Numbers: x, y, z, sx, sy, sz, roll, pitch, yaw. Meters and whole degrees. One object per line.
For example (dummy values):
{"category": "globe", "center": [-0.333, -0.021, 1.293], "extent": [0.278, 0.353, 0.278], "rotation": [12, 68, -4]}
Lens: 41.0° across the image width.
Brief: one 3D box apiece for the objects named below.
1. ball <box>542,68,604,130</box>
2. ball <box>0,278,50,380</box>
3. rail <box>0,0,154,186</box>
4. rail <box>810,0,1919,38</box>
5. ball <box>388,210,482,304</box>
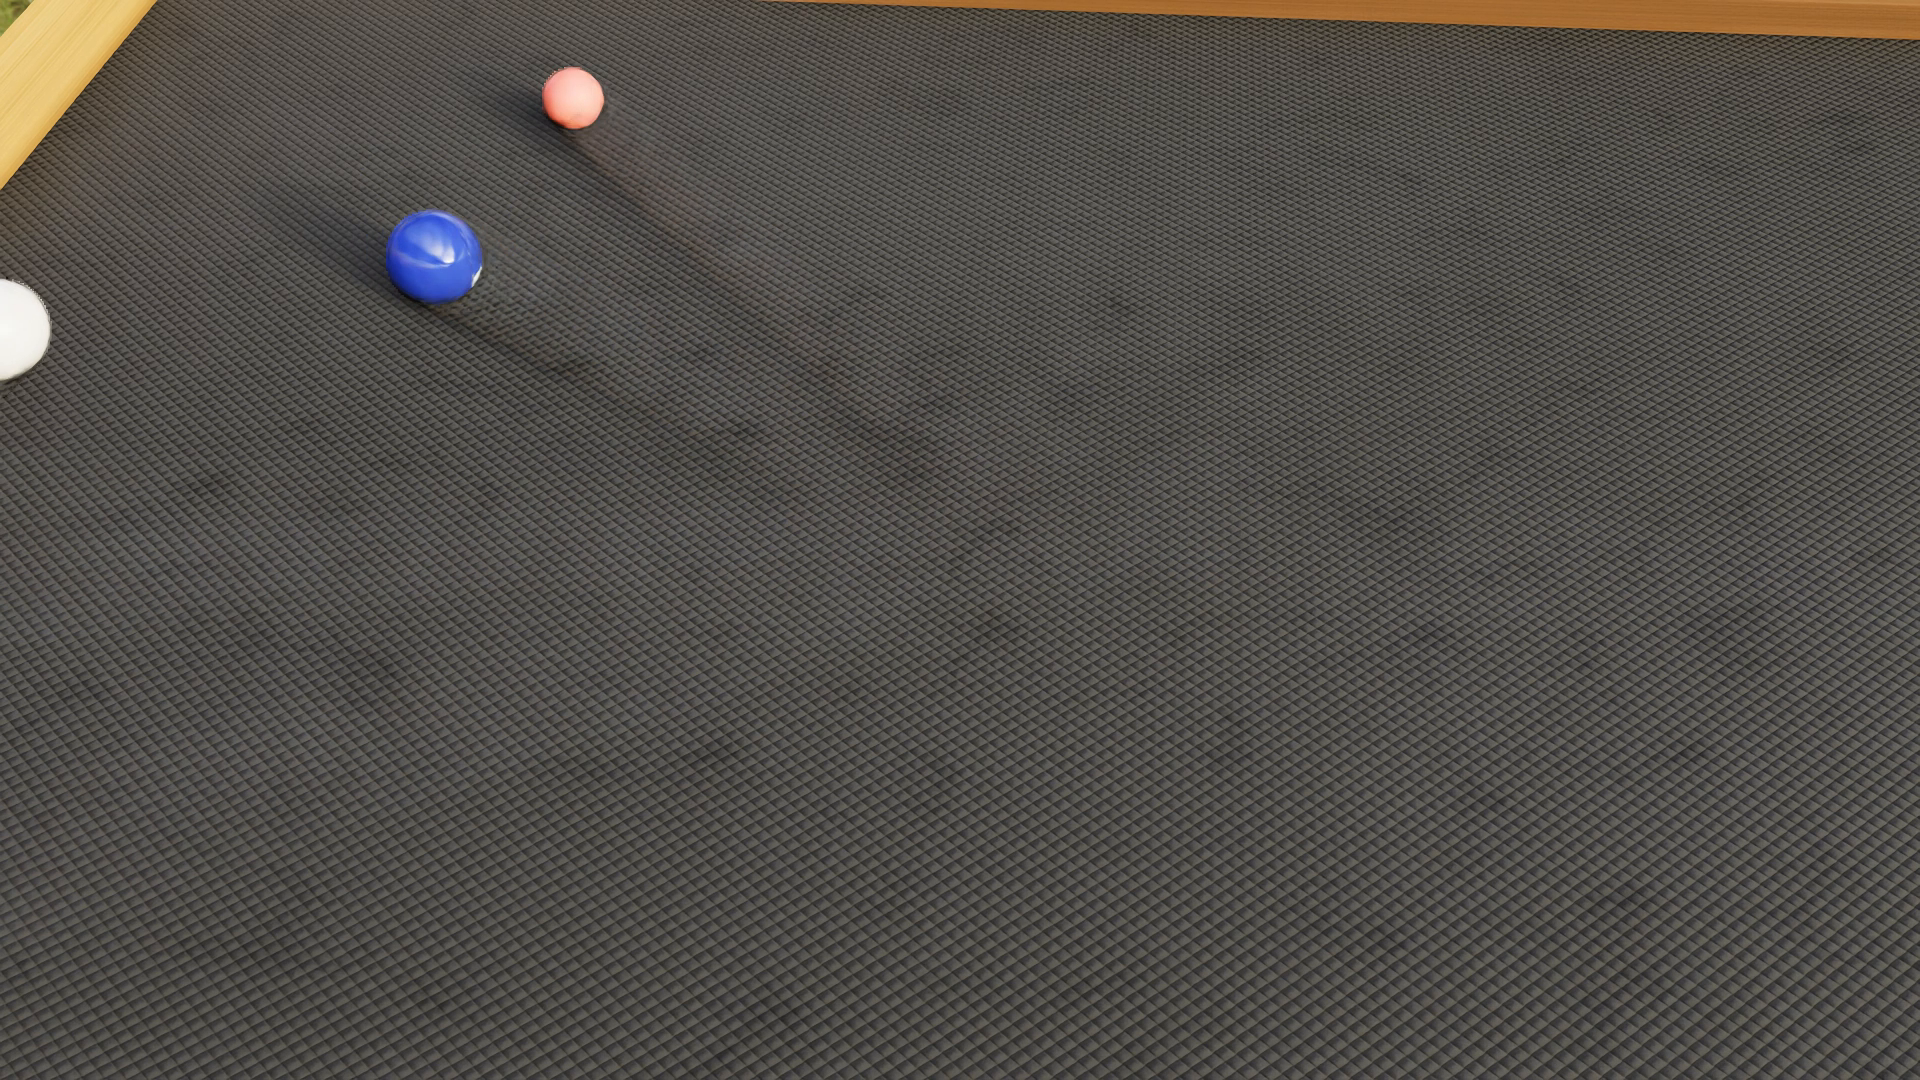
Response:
{"category": "ball", "center": [-0.353, -0.402, 2.339], "extent": [0.055, 0.055, 0.055], "rotation": [0, 35, 0]}
{"category": "ball", "center": [-0.745, -0.163, 1.981], "extent": [0.079, 0.079, 0.079], "rotation": [0, 35, 0]}
{"category": "rail", "center": [-0.863, -0.059, 1.804], "extent": [0.045, 0.114, 1.941], "rotation": [3, 36, 4]}
{"category": "rail", "center": [0.964, -0.522, 2.455], "extent": [3.559, 0.114, 0.045], "rotation": [3, 36, 4]}
{"category": "ball", "center": [-0.425, -0.228, 2.076], "extent": [0.076, 0.076, 0.076], "rotation": [0, 35, 0]}
